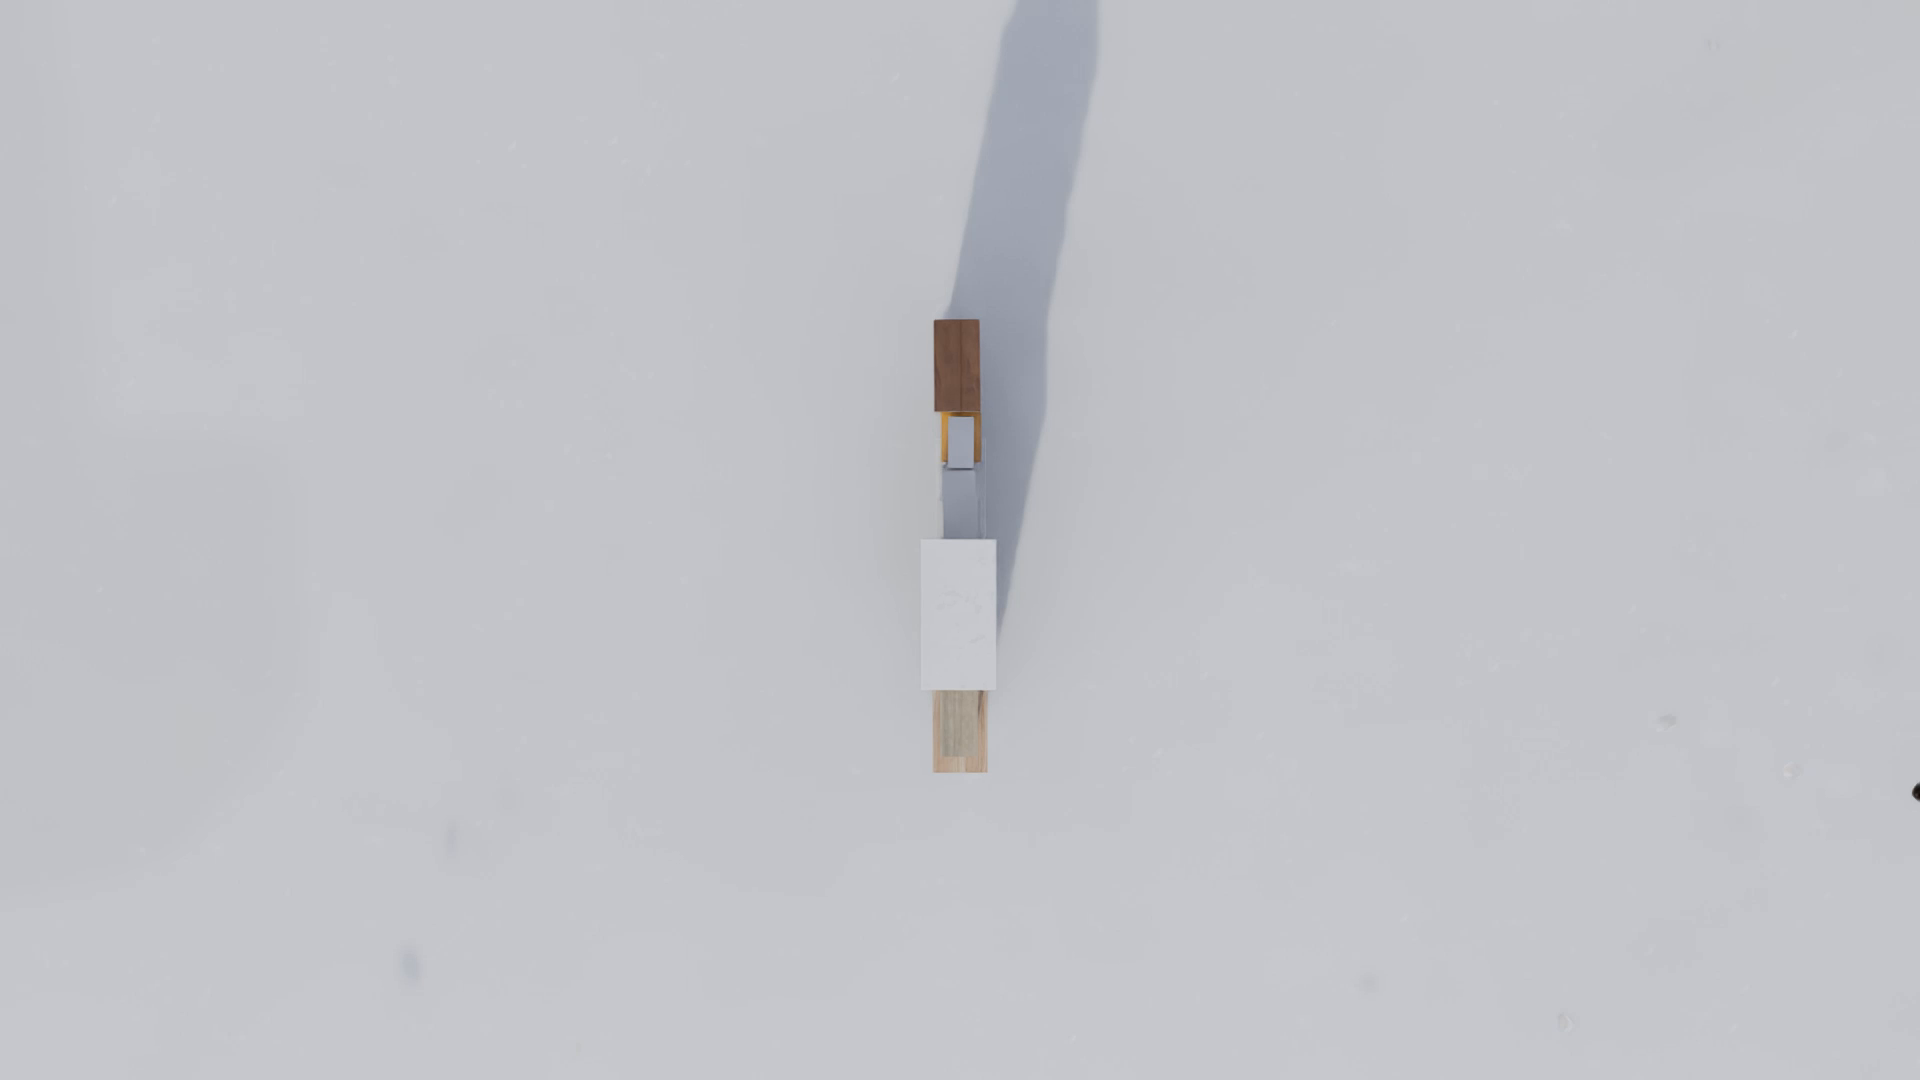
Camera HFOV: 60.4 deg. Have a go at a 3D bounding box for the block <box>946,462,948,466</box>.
[{"bbox_3d":[-0.001,-0.180,4.644,0.081,0.023,0.163,0,90,0],"label":"block"}]

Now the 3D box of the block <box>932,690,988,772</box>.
[{"bbox_3d":[0.000,0.495,4.619,0.154,0.044,0.308,0,90,0],"label":"block"}]

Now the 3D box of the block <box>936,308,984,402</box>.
[{"bbox_3d":[0.001,-0.518,4.618,0.131,0.037,0.263,0,90,0],"label":"block"}]

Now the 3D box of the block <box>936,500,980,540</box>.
[{"bbox_3d":[-0.004,0.011,4.837,0.129,0.036,0.257,0,90,0],"label":"block"}]

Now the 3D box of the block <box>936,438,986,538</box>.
[{"bbox_3d":[0.004,-0.160,5.165,0.157,0.044,0.313,0,90,0],"label":"block"}]

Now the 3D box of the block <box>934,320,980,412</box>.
[{"bbox_3d":[-0.008,-0.434,4.112,0.114,0.032,0.229,0,90,0],"label":"block"}]

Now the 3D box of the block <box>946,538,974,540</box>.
[{"bbox_3d":[0.001,0.061,4.338,0.076,0.022,0.152,0,90,0],"label":"block"}]

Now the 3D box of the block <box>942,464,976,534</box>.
[{"bbox_3d":[-0.003,-0.110,4.438,0.091,0.026,0.182,-1,90,0],"label":"block"}]

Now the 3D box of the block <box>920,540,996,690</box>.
[{"bbox_3d":[-0.003,0.176,3.925,0.178,0.050,0.356,0,90,0],"label":"block"}]

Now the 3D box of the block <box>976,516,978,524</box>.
[{"bbox_3d":[0.000,-0.050,4.550,0.091,0.199,0.026,0,90,0],"label":"block"}]

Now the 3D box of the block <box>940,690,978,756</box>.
[{"bbox_3d":[-0.002,0.452,4.181,0.095,0.027,0.191,0,90,0],"label":"block"}]

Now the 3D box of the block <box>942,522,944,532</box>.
[{"bbox_3d":[-0.001,-0.035,4.339,0.085,0.171,0.024,-1,90,0],"label":"block"}]

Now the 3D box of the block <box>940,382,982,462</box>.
[{"bbox_3d":[0.003,-0.313,4.372,0.106,0.030,0.212,0,91,0],"label":"block"}]

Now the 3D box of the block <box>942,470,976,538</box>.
[{"bbox_3d":[-0.001,-0.092,4.242,0.085,0.024,0.171,-1,90,0],"label":"block"}]

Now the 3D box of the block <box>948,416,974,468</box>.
[{"bbox_3d":[0.002,-0.250,4.218,0.065,0.018,0.131,1,91,0],"label":"block"}]
